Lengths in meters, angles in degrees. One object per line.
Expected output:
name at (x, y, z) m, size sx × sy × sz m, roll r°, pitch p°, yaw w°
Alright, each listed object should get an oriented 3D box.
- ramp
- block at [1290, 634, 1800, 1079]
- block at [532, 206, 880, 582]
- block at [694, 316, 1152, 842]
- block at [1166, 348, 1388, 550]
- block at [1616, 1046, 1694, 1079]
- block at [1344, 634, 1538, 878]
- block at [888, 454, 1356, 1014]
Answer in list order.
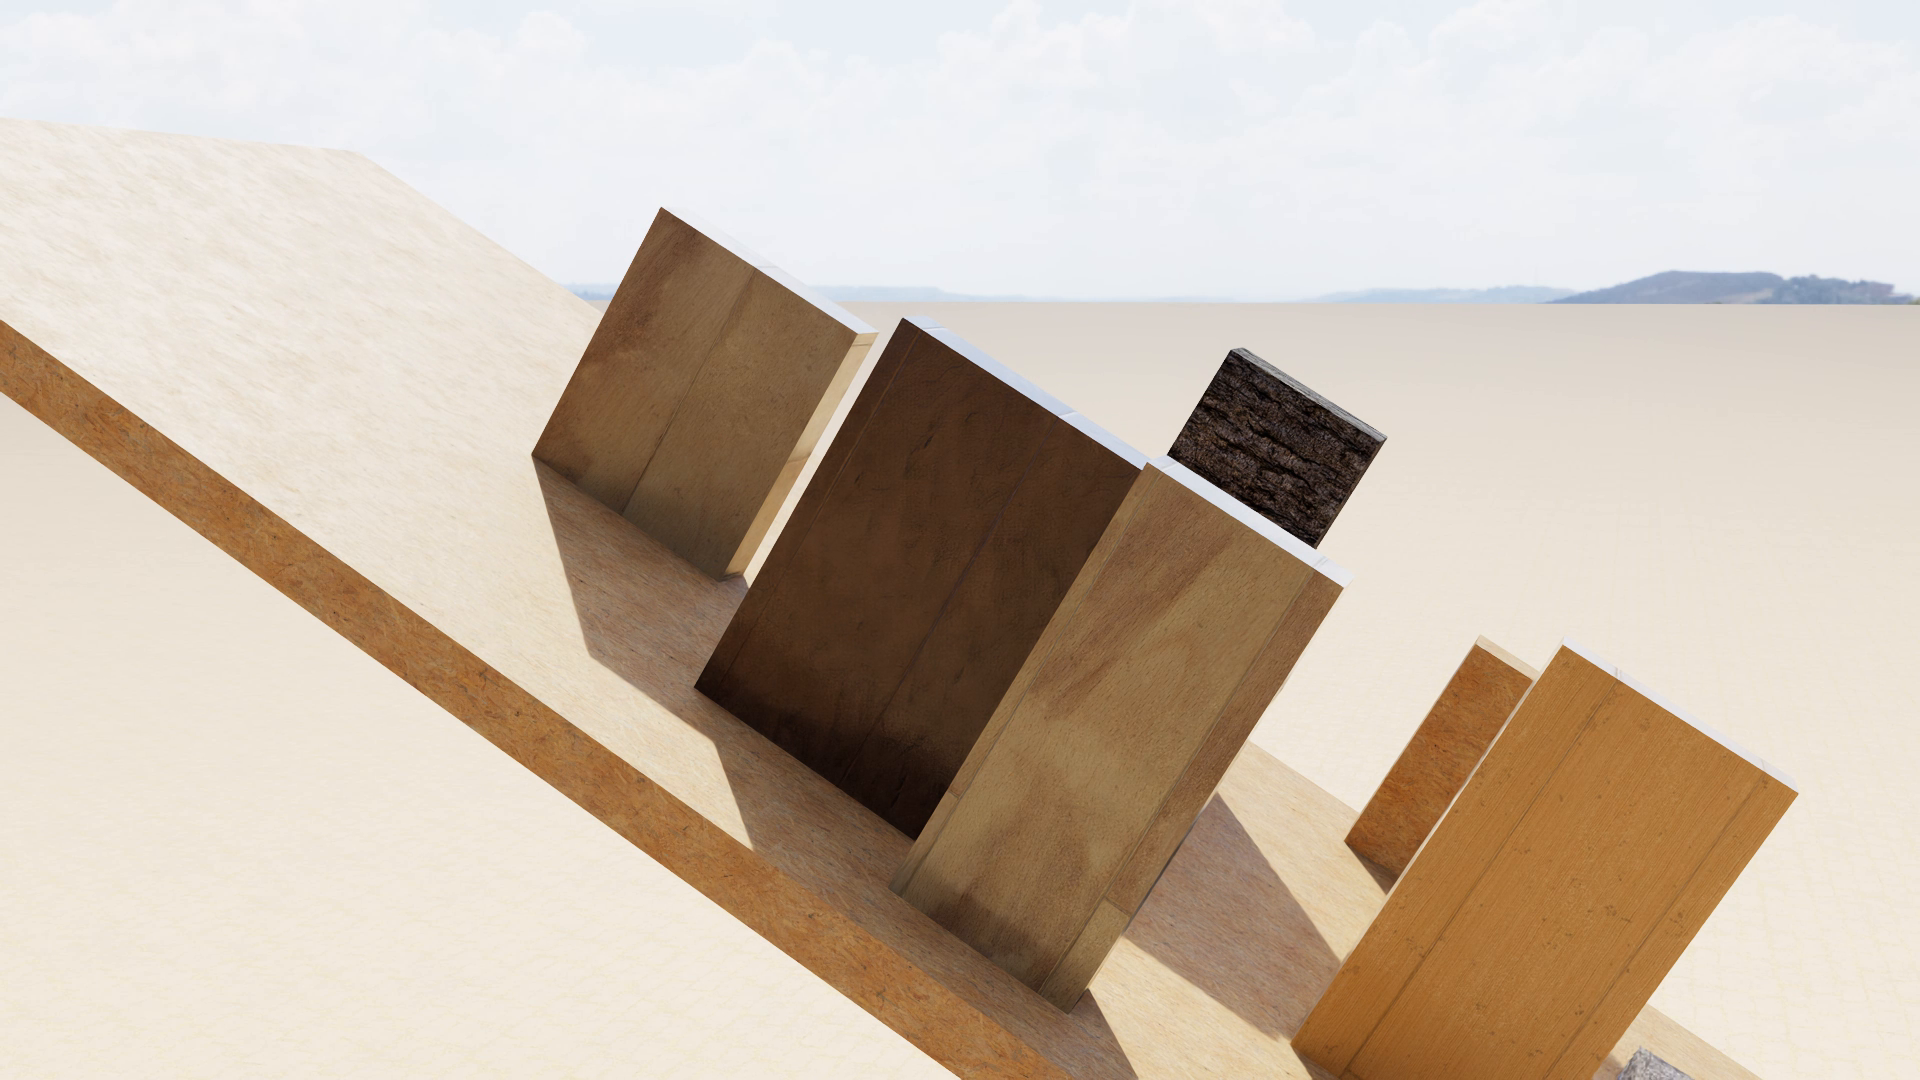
ramp at (-0.168, 0.276, 4.119) m, size 4.000 × 0.100 × 2.000 m, roll 33°, pitch 15°, yaw 11°
block at (0.897, 0.586, 3.428) m, size 0.401 × 0.780 × 0.095 m, roll 33°, pitch 15°, yaw 11°
block at (-0.476, -0.270, 4.068) m, size 0.441 × 0.534 × 0.116 m, roll 33°, pitch 15°, yaw 11°
block at (-0.058, 0.062, 3.467) m, size 0.445 × 0.694 × 0.119 m, roll 33°, pitch 15°, yaw 11°
block at (0.508, 0.033, 4.494) m, size 0.346 × 0.781 × 0.147 m, roll 33°, pitch 15°, yaw 11°
block at (1.227, 1.024, 3.855) m, size 0.159 × 0.159 × 0.159 m, roll 31°, pitch 15°, yaw 2°
block at (1.111, 0.521, 4.599) m, size 0.387 × 0.507 × 0.131 m, roll 33°, pitch 15°, yaw 11°
block at (0.227, 0.283, 3.185) m, size 0.322 × 0.748 × 0.127 m, roll 33°, pitch 15°, yaw 11°
